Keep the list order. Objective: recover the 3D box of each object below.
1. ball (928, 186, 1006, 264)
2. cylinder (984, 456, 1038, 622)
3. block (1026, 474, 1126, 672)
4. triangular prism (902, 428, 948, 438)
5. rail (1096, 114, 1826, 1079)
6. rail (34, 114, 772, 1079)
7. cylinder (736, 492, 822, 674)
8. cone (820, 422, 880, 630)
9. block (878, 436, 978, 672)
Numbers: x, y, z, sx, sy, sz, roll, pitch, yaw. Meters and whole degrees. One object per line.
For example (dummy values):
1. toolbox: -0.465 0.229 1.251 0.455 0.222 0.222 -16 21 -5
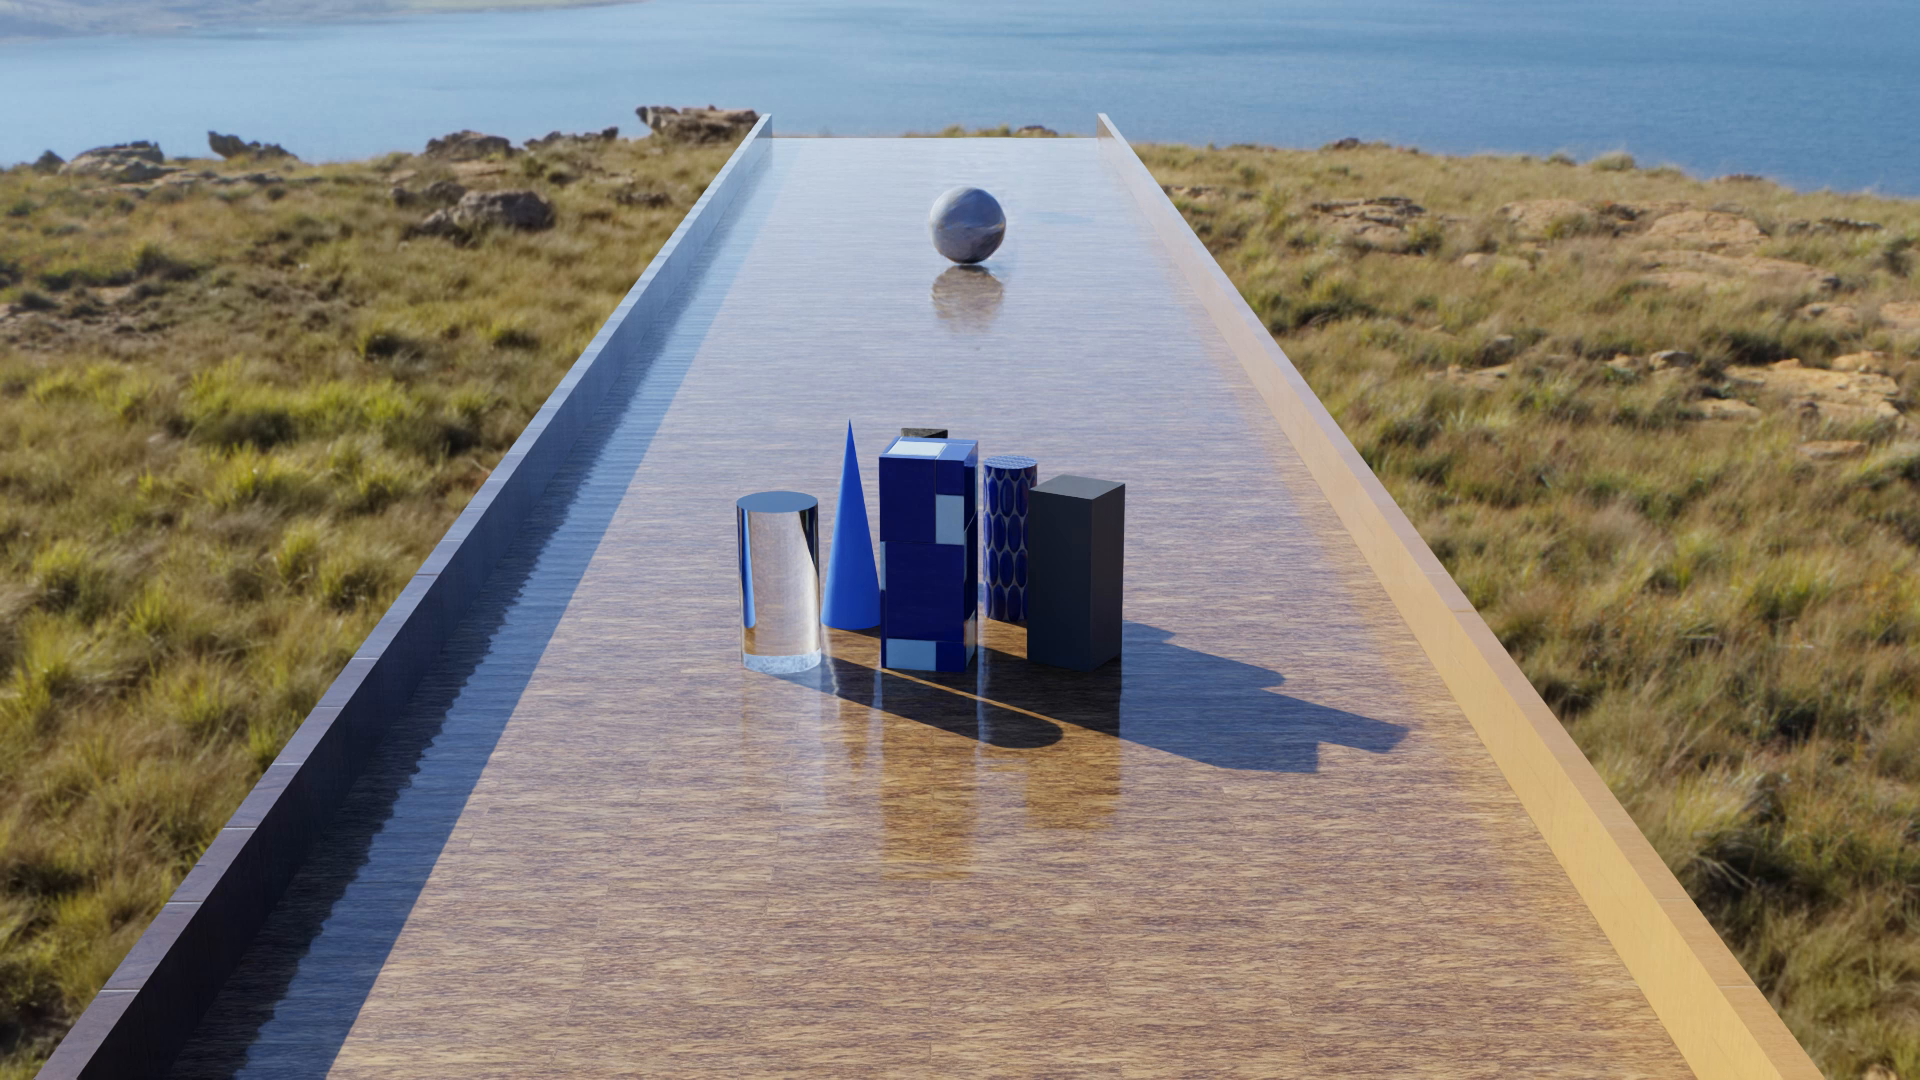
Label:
1. ball: 0.029 -1.290 9.001 0.321 0.321 0.321 0 17 0
2. cylinder: 0.106 -0.004 4.654 0.113 0.333 0.113 0 17 0
3. block: 0.231 0.064 4.388 0.141 0.355 0.141 10 19 30
4. triangular prism: -0.094 -0.079 4.901 0.089 0.337 0.102 12 21 36
5. rail: 0.932 -0.844 7.801 0.050 0.150 12.000 0 17 -1
6. rail: -1.118 -0.838 7.780 0.050 0.150 12.000 0 17 -1
7. cylinder: -0.359 0.083 4.370 0.161 0.329 0.161 0 17 0
8. cone: -0.227 -0.042 4.599 0.136 0.439 0.136 0 17 0
9. block: -0.060 0.027 4.377 0.167 0.432 0.167 3 17 10
